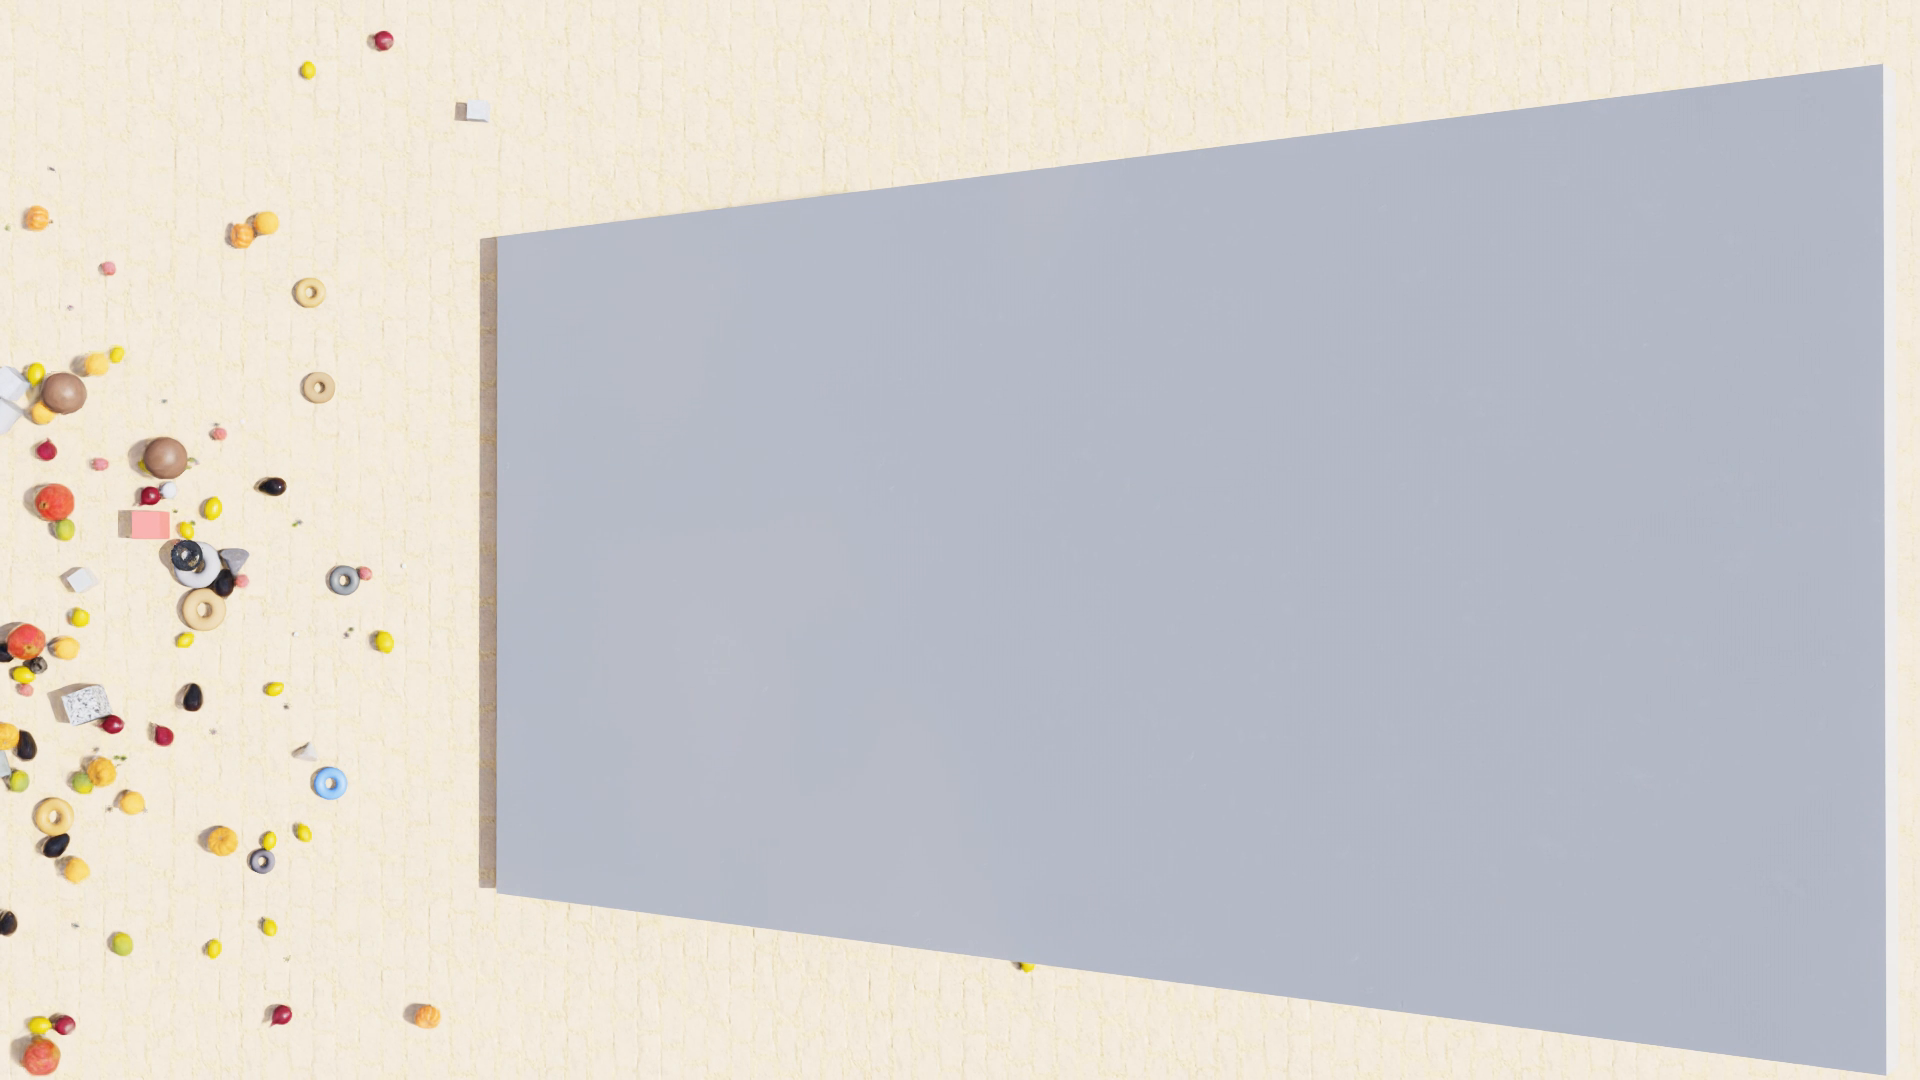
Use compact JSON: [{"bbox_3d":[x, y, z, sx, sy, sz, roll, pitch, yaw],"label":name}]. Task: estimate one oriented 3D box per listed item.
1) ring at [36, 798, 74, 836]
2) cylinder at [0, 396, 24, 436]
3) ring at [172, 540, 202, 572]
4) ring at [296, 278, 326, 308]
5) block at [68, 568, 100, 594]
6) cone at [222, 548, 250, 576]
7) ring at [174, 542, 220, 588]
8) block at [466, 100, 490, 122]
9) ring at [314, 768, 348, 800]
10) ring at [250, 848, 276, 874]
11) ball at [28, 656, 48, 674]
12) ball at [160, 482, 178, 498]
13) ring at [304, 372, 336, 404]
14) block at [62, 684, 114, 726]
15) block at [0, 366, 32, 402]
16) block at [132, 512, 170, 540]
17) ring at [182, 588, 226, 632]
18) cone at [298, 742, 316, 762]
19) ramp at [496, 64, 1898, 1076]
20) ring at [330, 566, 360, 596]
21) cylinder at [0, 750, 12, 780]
[{"bbox_3d":[-2.778,0.850,6.750,0.117,0.039,0.117,0,88,0],"label":"ring"},{"bbox_3d":[-2.935,-0.383,6.734,0.089,0.089,0.089,41,90,0],"label":"cylinder"},{"bbox_3d":[-2.361,0.047,6.713,0.098,0.033,0.098,0,86,3],"label":"ring"},{"bbox_3d":[-1.997,-0.761,6.766,0.094,0.031,0.094,0,90,-1],"label":"ring"},{"bbox_3d":[-2.689,0.125,6.746,0.057,0.057,0.057,-34,90,0],"label":"block"},{"bbox_3d":[-2.228,0.080,6.756,0.083,0.083,0.083,12,116,0],"label":"cone"},{"bbox_3d":[-2.341,0.076,6.751,0.146,0.049,0.146,0,87,3],"label":"ring"},{"bbox_3d":[-1.479,-1.318,6.757,0.058,0.058,0.058,4,90,0],"label":"block"},{"bbox_3d":[-1.932,0.748,6.753,0.102,0.034,0.102,0,91,-1],"label":"ring"},{"bbox_3d":[-2.142,0.988,6.756,0.078,0.026,0.078,0,91,-1],"label":"ring"},{"bbox_3d":[-2.828,0.385,6.746,0.052,0.052,0.052,0,90,0],"label":"ball"},{"bbox_3d":[-2.427,-0.152,6.750,0.053,0.053,0.053,0,90,0],"label":"ball"},{"bbox_3d":[-1.969,-0.468,6.763,0.098,0.033,0.098,0,90,1],"label":"ring"},{"bbox_3d":[-2.668,0.506,6.724,0.096,0.096,0.096,-20,90,0],"label":"block"},{"bbox_3d":[-2.912,-0.479,6.742,0.075,0.075,0.075,42,90,0],"label":"block"},{"bbox_3d":[-2.477,-0.045,6.734,0.085,0.085,0.085,0,90,0],"label":"block"},{"bbox_3d":[-2.321,0.214,6.752,0.134,0.045,0.134,0,90,-1],"label":"ring"},{"bbox_3d":[-2.002,0.644,6.758,0.057,0.057,0.057,1,63,0],"label":"cone"},{"bbox_3d":[0.238,0.066,5.560,4.000,0.100,2.000,0,89,36],"label":"ramp"},{"bbox_3d":[-1.892,0.124,6.759,0.094,0.031,0.094,0,91,0],"label":"ring"},{"bbox_3d":[-2.954,0.692,6.731,0.078,0.078,0.078,-21,83,0],"label":"cylinder"}]
